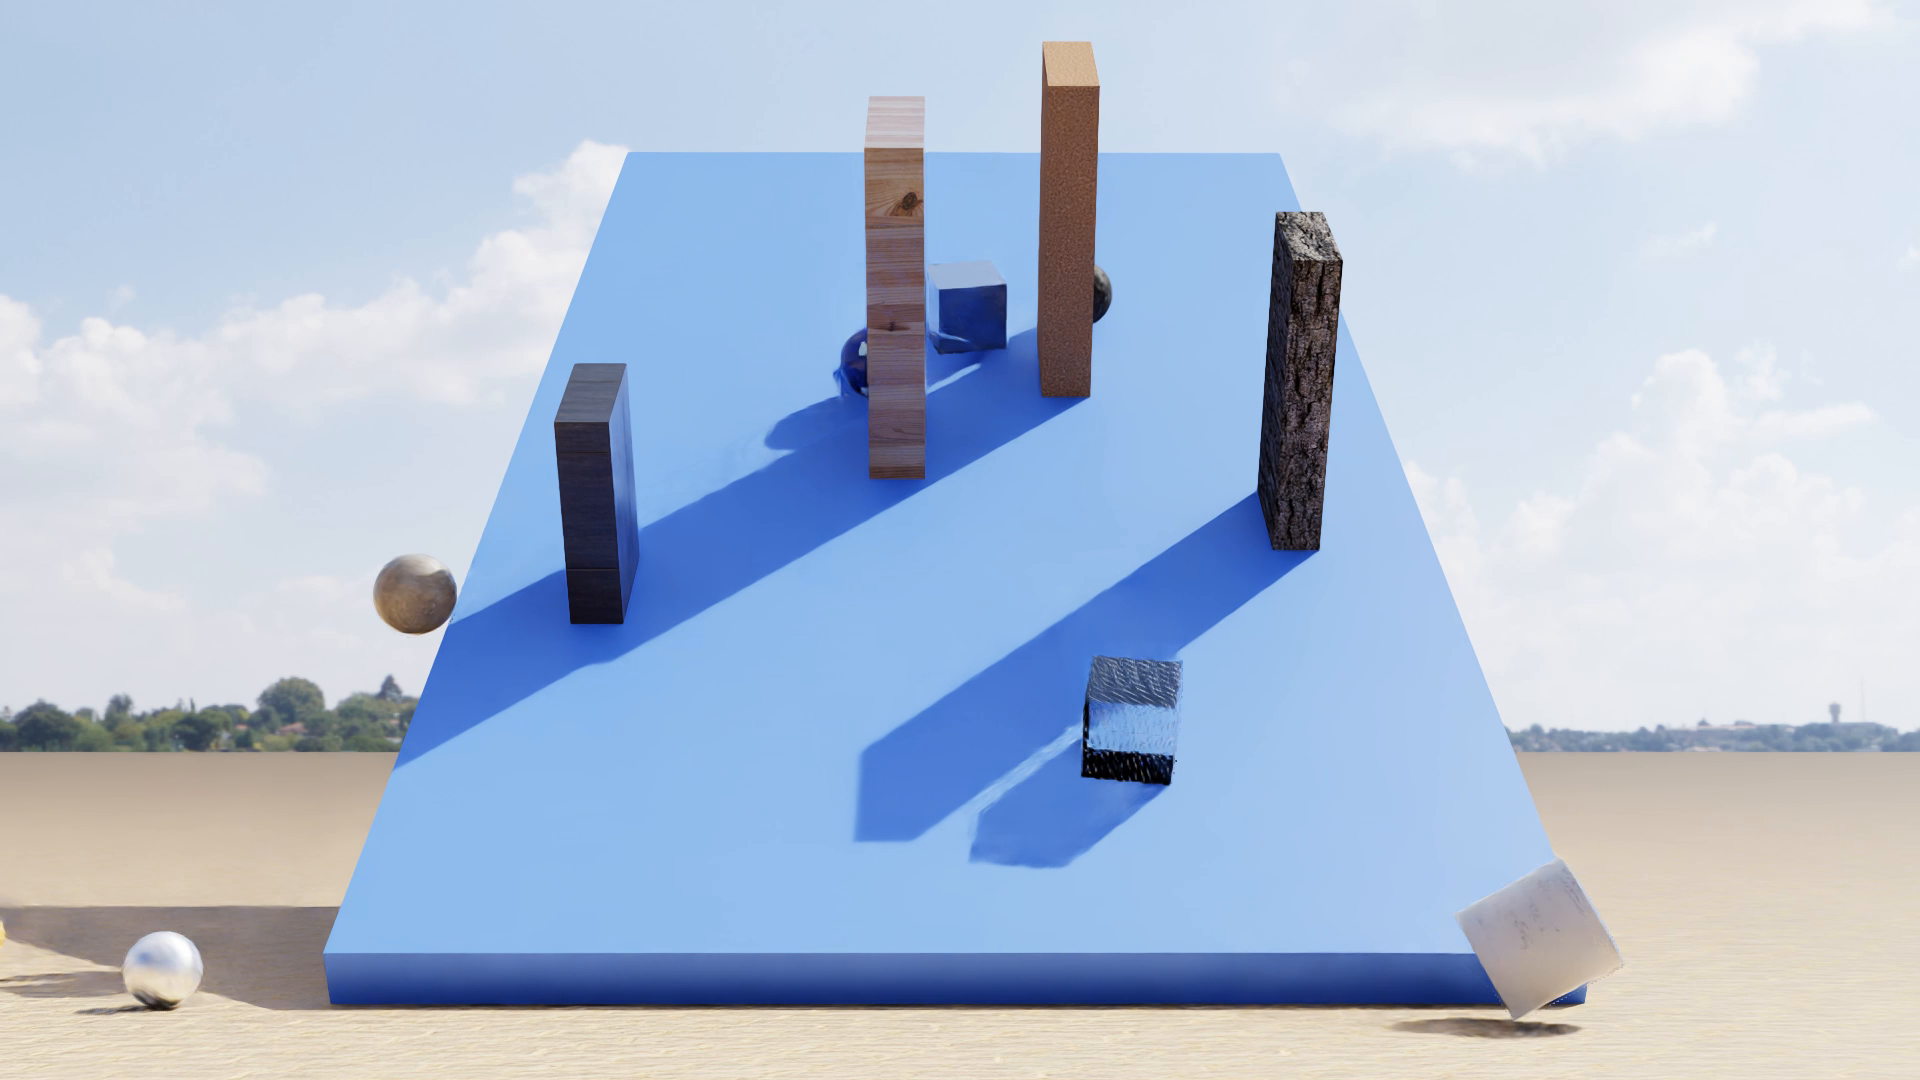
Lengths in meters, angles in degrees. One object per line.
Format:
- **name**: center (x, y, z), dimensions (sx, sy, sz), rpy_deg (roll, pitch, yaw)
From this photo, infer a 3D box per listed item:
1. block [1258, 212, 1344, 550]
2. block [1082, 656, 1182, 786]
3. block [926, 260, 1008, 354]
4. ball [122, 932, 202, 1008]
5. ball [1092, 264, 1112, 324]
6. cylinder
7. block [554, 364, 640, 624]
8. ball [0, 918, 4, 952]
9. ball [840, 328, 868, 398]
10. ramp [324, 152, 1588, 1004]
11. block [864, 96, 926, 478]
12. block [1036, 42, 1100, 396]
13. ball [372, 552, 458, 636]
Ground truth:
- **block**: center (0.702, -0.329, 4.941), dimensions (0.098, 0.642, 0.284), rpy_deg (0, 27, 0)
- **block**: center (0.305, 0.319, 4.215), dimensions (0.158, 0.158, 0.158), rpy_deg (4, 28, 8)
- **block**: center (0.011, -0.582, 5.937), dimensions (0.172, 0.172, 0.172), rpy_deg (-6, 28, -12)
- **ball**: center (-1.252, 0.675, 3.735), dimensions (0.119, 0.119, 0.119), rpy_deg (0, -5, 0)
- **ball**: center (0.301, -0.624, 6.019), dimensions (0.172, 0.172, 0.172), rpy_deg (0, -5, 0)
- **cylinder**: center (0.858, 0.593, 3.535), dimensions (0.179, 0.179, 0.179), rpy_deg (-30, -9, 6)
- **block**: center (-0.714, -0.093, 4.701), dimensions (0.104, 0.436, 0.282), rpy_deg (0, 27, 0)
- **ball**: center (-1.736, 0.686, 4.103), dimensions (0.160, 0.160, 0.160), rpy_deg (0, -5, 0)
- **ball**: center (-0.198, -0.422, 5.626), dimensions (0.173, 0.173, 0.173), rpy_deg (0, -5, 0)
- **ramp**: center (-0.011, -0.225, 5.543), dimensions (2.000, 0.100, 4.000), rpy_deg (0, 27, 0)
- **block**: center (-0.139, -0.556, 5.247), dimensions (0.123, 0.759, 0.365), rpy_deg (0, 27, 0)
- **block**: center (0.253, -0.761, 5.646), dimensions (0.115, 0.758, 0.365), rpy_deg (0, 27, 0)
- **ball**: center (-1.063, 0.105, 4.637), dimensions (0.161, 0.161, 0.161), rpy_deg (0, -5, 0)
